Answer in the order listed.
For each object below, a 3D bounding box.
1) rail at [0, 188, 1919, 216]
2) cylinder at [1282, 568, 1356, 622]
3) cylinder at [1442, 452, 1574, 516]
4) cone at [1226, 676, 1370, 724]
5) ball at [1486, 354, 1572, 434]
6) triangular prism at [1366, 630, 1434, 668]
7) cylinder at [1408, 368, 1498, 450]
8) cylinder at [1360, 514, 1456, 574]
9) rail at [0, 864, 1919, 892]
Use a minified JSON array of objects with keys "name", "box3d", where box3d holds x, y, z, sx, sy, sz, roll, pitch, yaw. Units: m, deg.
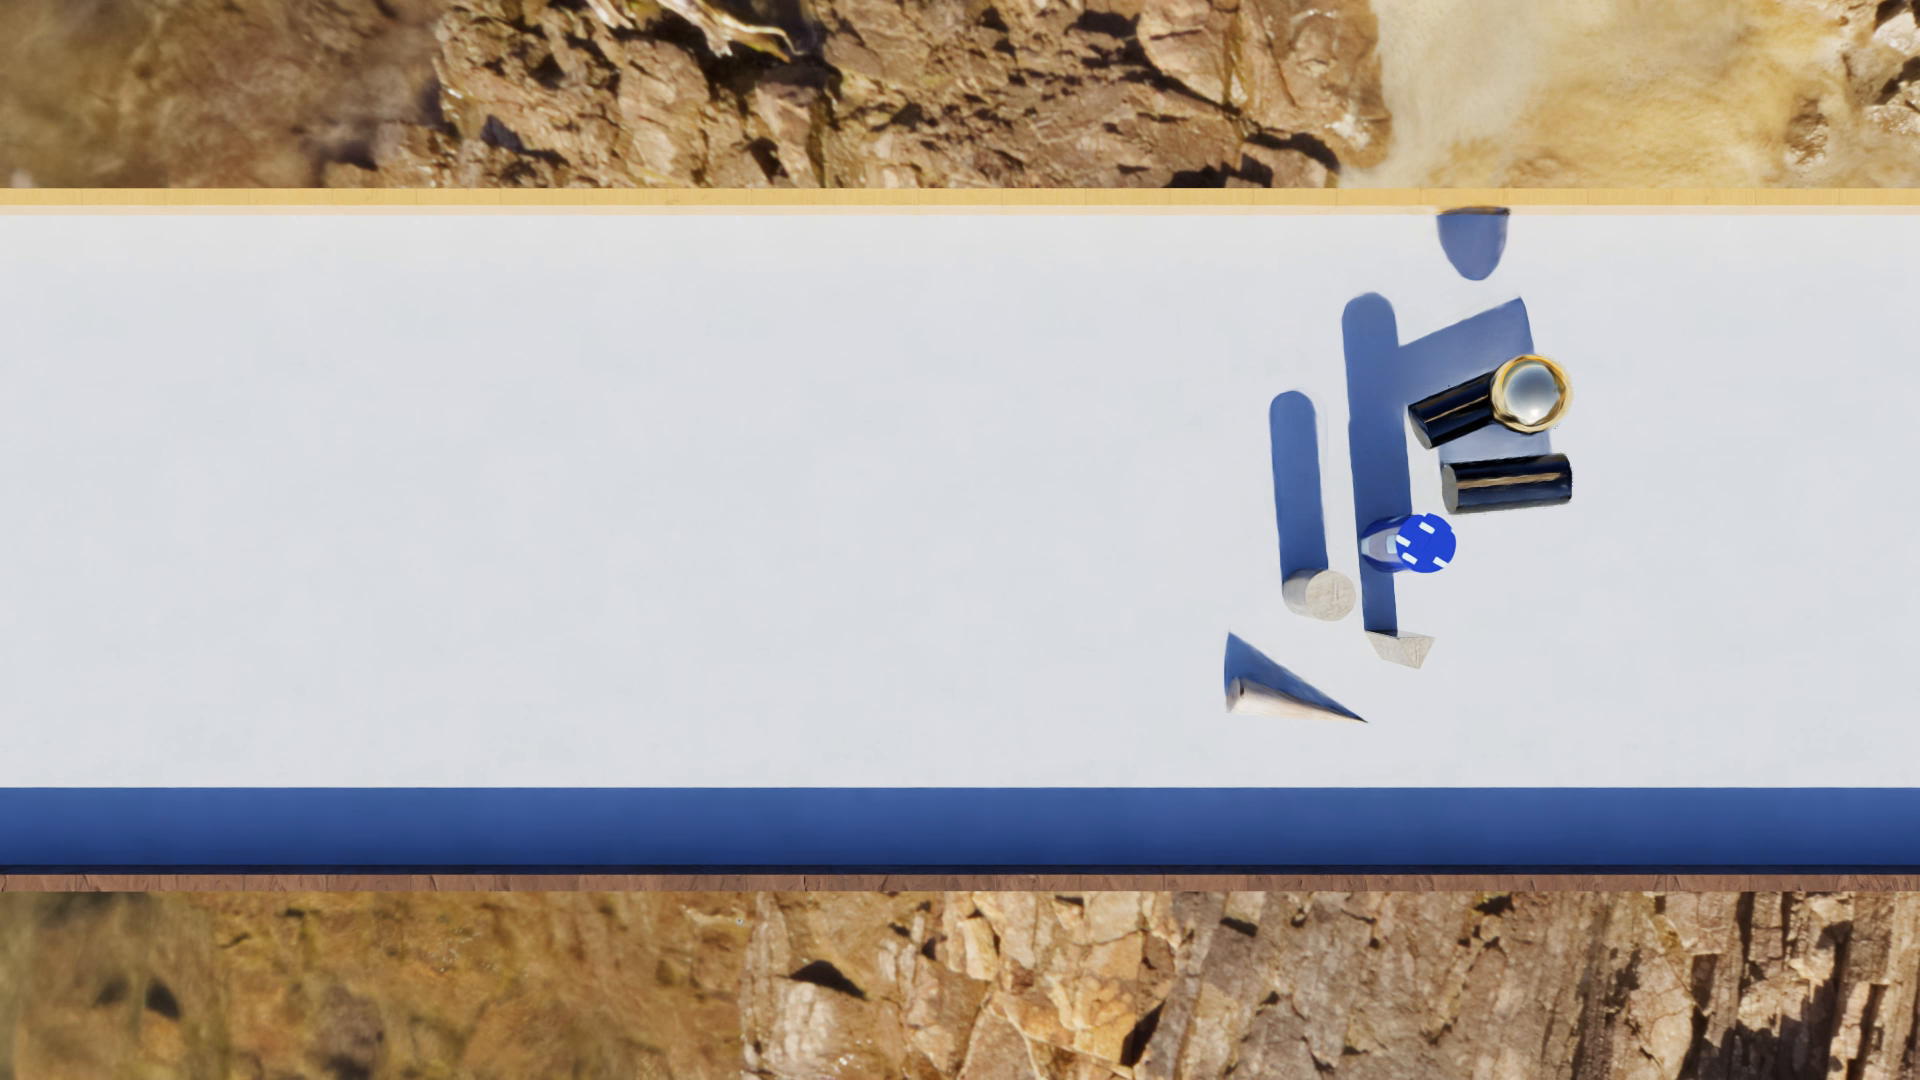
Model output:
[{"name":"rail","box3d":[-2.247,-1.025,5.002,12.000,0.150,0.050,0,90,0]},{"name":"cylinder","box3d":[1.065,0.161,4.905,0.147,0.342,0.147,0,90,0]},{"name":"cylinder","box3d":[1.655,-0.169,4.997,0.345,0.159,0.159,-5,90,0]},{"name":"cone","box3d":[1.049,0.516,5.049,0.449,0.109,0.109,13,90,-7]},{"name":"ball","box3d":[1.623,-0.416,4.705,0.228,0.228,0.228,0,90,0]},{"name":"triangular prism","box3d":[1.310,0.300,4.876,0.088,0.401,0.101,-32,90,0]},{"name":"cylinder","box3d":[1.574,-0.416,5.002,0.391,0.150,0.150,-22,90,0]},{"name":"cylinder","box3d":[1.315,0.013,4.860,0.169,0.429,0.169,0,89,1]},{"name":"rail","box3d":[-2.247,1.025,5.001,12.000,0.150,0.050,0,90,0]}]
